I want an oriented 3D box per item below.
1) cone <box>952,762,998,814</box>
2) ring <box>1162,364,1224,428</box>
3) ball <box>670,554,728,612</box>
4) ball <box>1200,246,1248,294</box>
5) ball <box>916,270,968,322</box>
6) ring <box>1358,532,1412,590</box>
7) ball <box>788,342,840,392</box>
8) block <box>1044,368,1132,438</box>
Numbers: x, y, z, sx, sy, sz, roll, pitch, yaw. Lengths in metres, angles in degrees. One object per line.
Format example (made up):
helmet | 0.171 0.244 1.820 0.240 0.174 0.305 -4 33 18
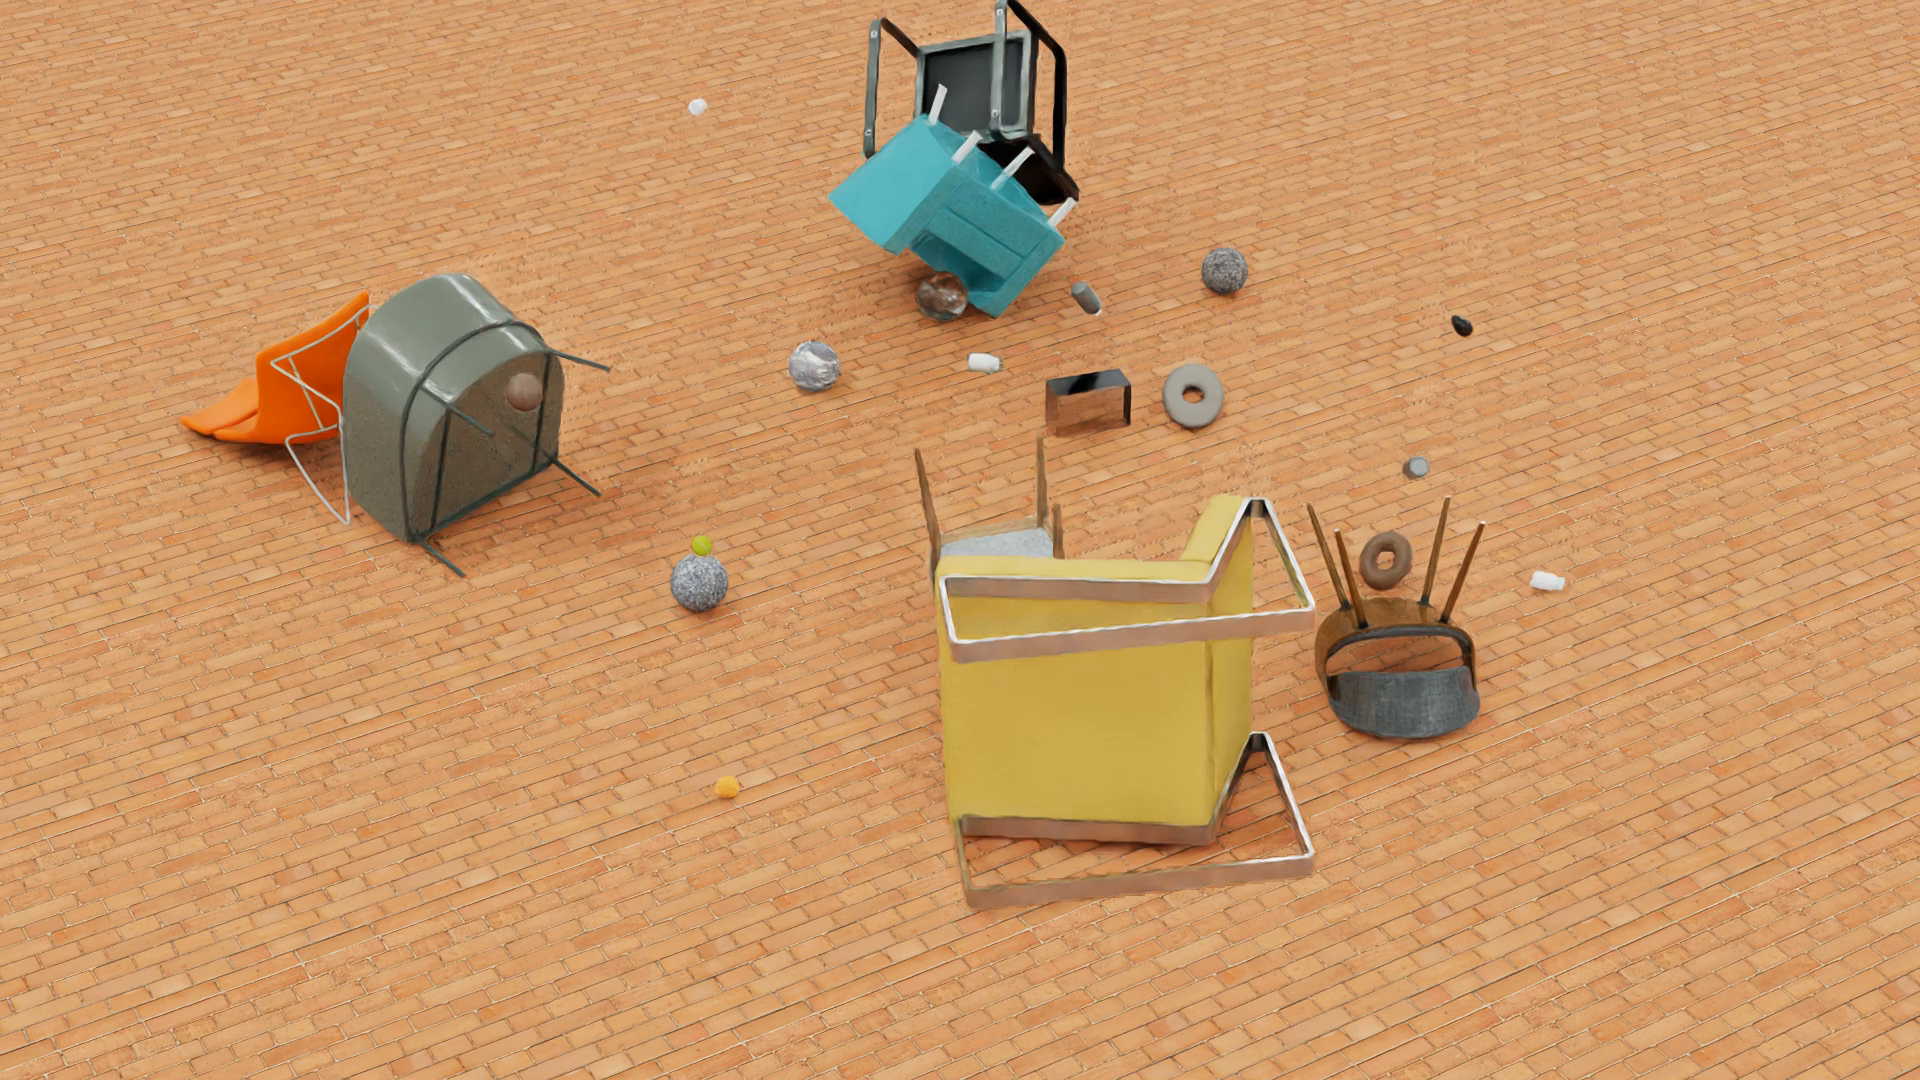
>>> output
cone | 0.076 0.834 9.628 0.191 0.110 0.126 51 17 29
ring | 0.935 -0.581 11.770 0.248 0.063 0.487 2 33 4
ball | -0.936 0.152 10.524 0.210 0.210 0.210 0 33 0
ball | 1.128 -1.148 12.502 0.203 0.203 0.203 0 33 0
ball | -0.074 -1.021 12.299 0.215 0.215 0.215 0 33 0
ring | 1.549 0.074 10.675 0.187 0.223 0.068 29 -2 17
ball | -0.587 -0.699 11.818 0.205 0.205 0.205 0 33 0
block | 0.506 -0.540 11.591 0.310 0.190 0.140 -10 35 -15
